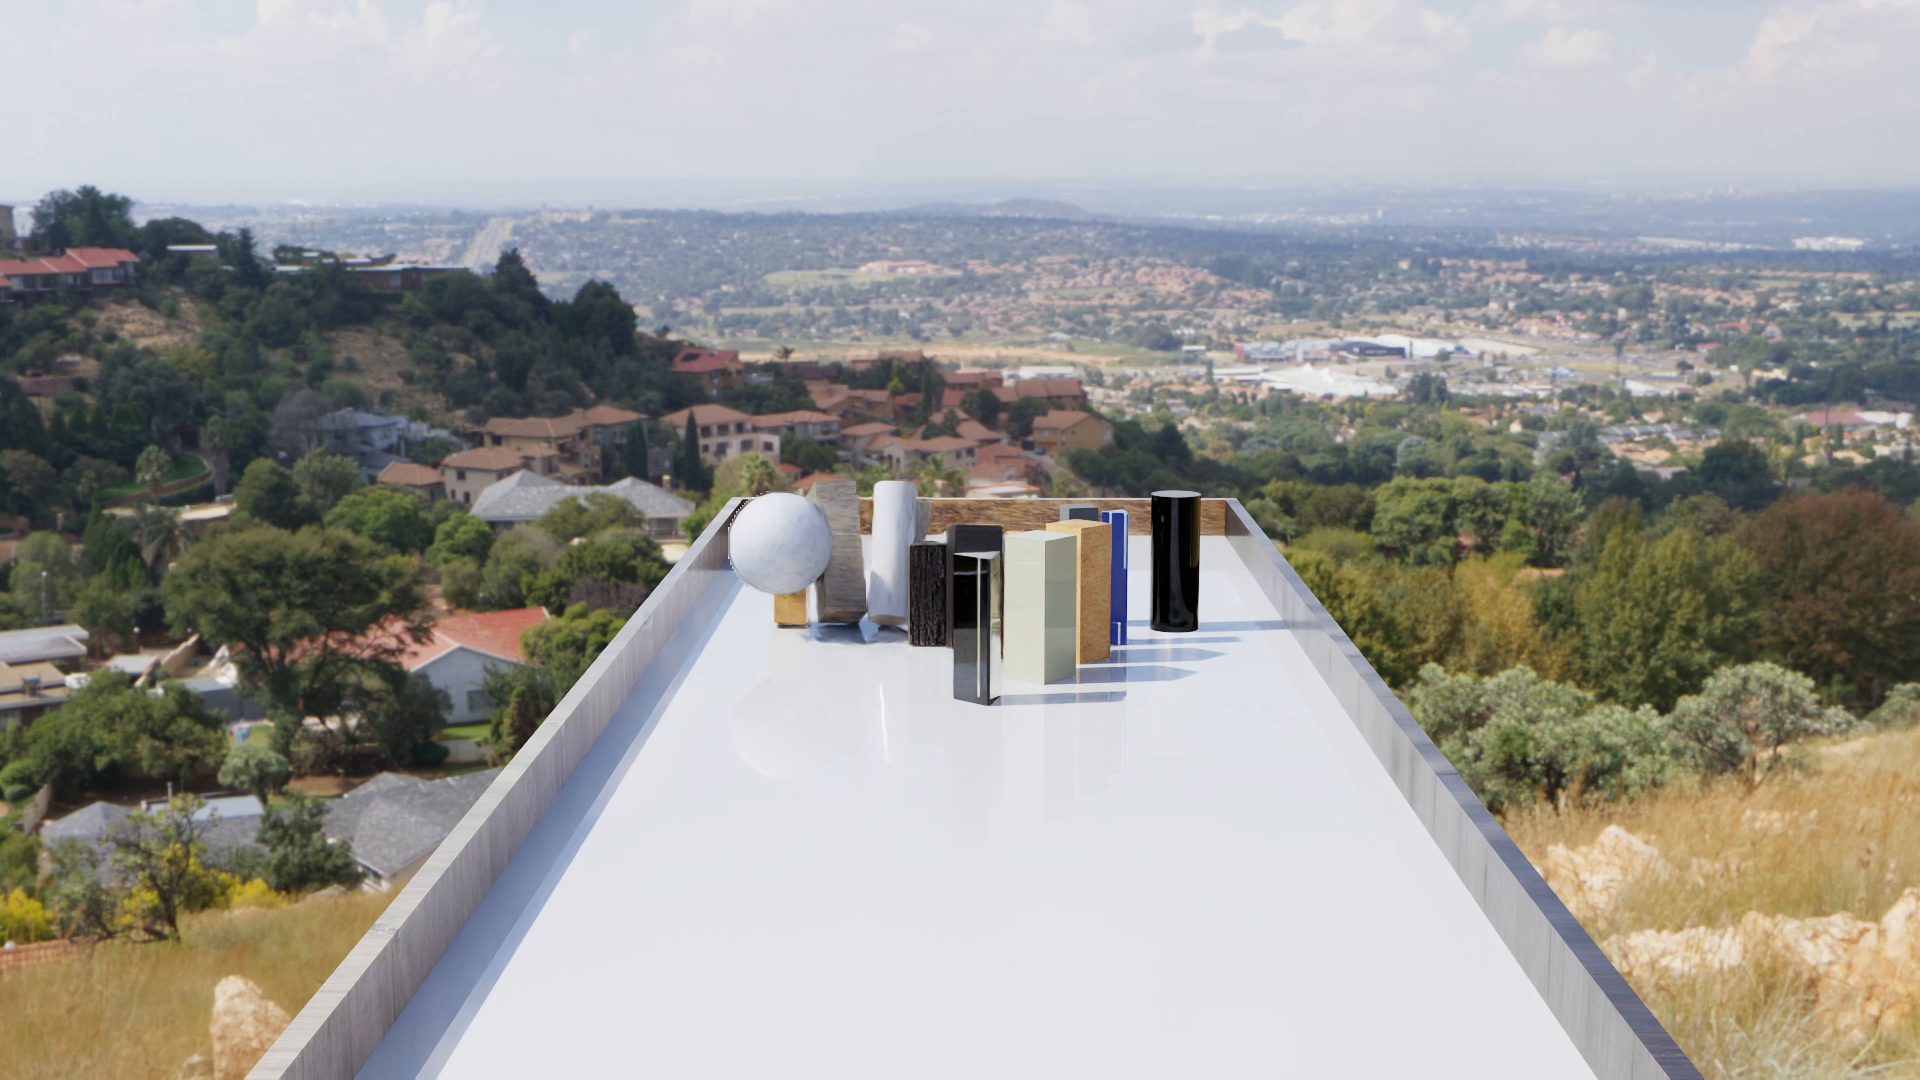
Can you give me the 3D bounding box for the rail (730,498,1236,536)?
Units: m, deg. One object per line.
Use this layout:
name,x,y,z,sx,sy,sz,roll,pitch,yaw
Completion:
rail,0.099,-0.098,9.147,2.100,0.150,0.050,0,9,1

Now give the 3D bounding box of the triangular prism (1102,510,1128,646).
triangular prism,0.499,0.116,6.936,0.087,0.420,0.075,4,10,24

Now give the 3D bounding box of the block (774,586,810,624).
block,-0.551,0.103,7.230,0.106,0.341,0.106,1,1,3

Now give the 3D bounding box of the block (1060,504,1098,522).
block,0.389,0.084,7.213,0.100,0.396,0.100,-2,9,-15

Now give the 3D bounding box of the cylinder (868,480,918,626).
cylinder,-0.220,0.043,7.196,0.142,0.455,0.142,2,-16,1

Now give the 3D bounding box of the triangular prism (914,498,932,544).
triangular prism,-0.205,0.063,7.336,0.132,0.404,0.114,15,-19,-12

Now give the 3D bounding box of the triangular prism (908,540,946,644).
triangular prism,-0.096,0.165,6.948,0.140,0.314,0.121,-1,6,-6

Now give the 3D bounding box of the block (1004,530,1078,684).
block,0.235,0.195,6.435,0.151,0.421,0.151,8,12,40

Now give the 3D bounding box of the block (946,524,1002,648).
block,0.043,0.146,6.799,0.149,0.371,0.149,1,-6,-11

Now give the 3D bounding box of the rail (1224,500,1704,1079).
rail,1.046,0.843,3.208,0.050,0.150,12.000,0,9,1

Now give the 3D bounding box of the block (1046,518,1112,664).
block,0.360,0.155,6.701,0.140,0.416,0.140,9,12,44

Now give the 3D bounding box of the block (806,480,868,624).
block,-0.407,0.040,7.265,0.137,0.449,0.137,-1,-18,-17

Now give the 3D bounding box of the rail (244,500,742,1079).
rail,-1.004,0.839,3.234,0.050,0.150,12.000,0,9,1

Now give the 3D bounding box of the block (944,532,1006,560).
block,0.048,0.126,7.225,0.143,0.309,0.143,-6,11,-34

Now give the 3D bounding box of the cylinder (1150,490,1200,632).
cylinder,0.700,0.069,7.159,0.161,0.443,0.161,0,9,0

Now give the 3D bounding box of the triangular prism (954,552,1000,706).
triangular prism,0.072,0.243,6.157,0.137,0.413,0.118,9,12,43

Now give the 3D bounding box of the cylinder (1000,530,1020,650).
cylinder,0.205,0.161,6.811,0.161,0.358,0.161,5,7,-1

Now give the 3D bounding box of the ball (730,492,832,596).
ball,-0.572,0.011,7.013,0.328,0.328,0.328,0,9,0
